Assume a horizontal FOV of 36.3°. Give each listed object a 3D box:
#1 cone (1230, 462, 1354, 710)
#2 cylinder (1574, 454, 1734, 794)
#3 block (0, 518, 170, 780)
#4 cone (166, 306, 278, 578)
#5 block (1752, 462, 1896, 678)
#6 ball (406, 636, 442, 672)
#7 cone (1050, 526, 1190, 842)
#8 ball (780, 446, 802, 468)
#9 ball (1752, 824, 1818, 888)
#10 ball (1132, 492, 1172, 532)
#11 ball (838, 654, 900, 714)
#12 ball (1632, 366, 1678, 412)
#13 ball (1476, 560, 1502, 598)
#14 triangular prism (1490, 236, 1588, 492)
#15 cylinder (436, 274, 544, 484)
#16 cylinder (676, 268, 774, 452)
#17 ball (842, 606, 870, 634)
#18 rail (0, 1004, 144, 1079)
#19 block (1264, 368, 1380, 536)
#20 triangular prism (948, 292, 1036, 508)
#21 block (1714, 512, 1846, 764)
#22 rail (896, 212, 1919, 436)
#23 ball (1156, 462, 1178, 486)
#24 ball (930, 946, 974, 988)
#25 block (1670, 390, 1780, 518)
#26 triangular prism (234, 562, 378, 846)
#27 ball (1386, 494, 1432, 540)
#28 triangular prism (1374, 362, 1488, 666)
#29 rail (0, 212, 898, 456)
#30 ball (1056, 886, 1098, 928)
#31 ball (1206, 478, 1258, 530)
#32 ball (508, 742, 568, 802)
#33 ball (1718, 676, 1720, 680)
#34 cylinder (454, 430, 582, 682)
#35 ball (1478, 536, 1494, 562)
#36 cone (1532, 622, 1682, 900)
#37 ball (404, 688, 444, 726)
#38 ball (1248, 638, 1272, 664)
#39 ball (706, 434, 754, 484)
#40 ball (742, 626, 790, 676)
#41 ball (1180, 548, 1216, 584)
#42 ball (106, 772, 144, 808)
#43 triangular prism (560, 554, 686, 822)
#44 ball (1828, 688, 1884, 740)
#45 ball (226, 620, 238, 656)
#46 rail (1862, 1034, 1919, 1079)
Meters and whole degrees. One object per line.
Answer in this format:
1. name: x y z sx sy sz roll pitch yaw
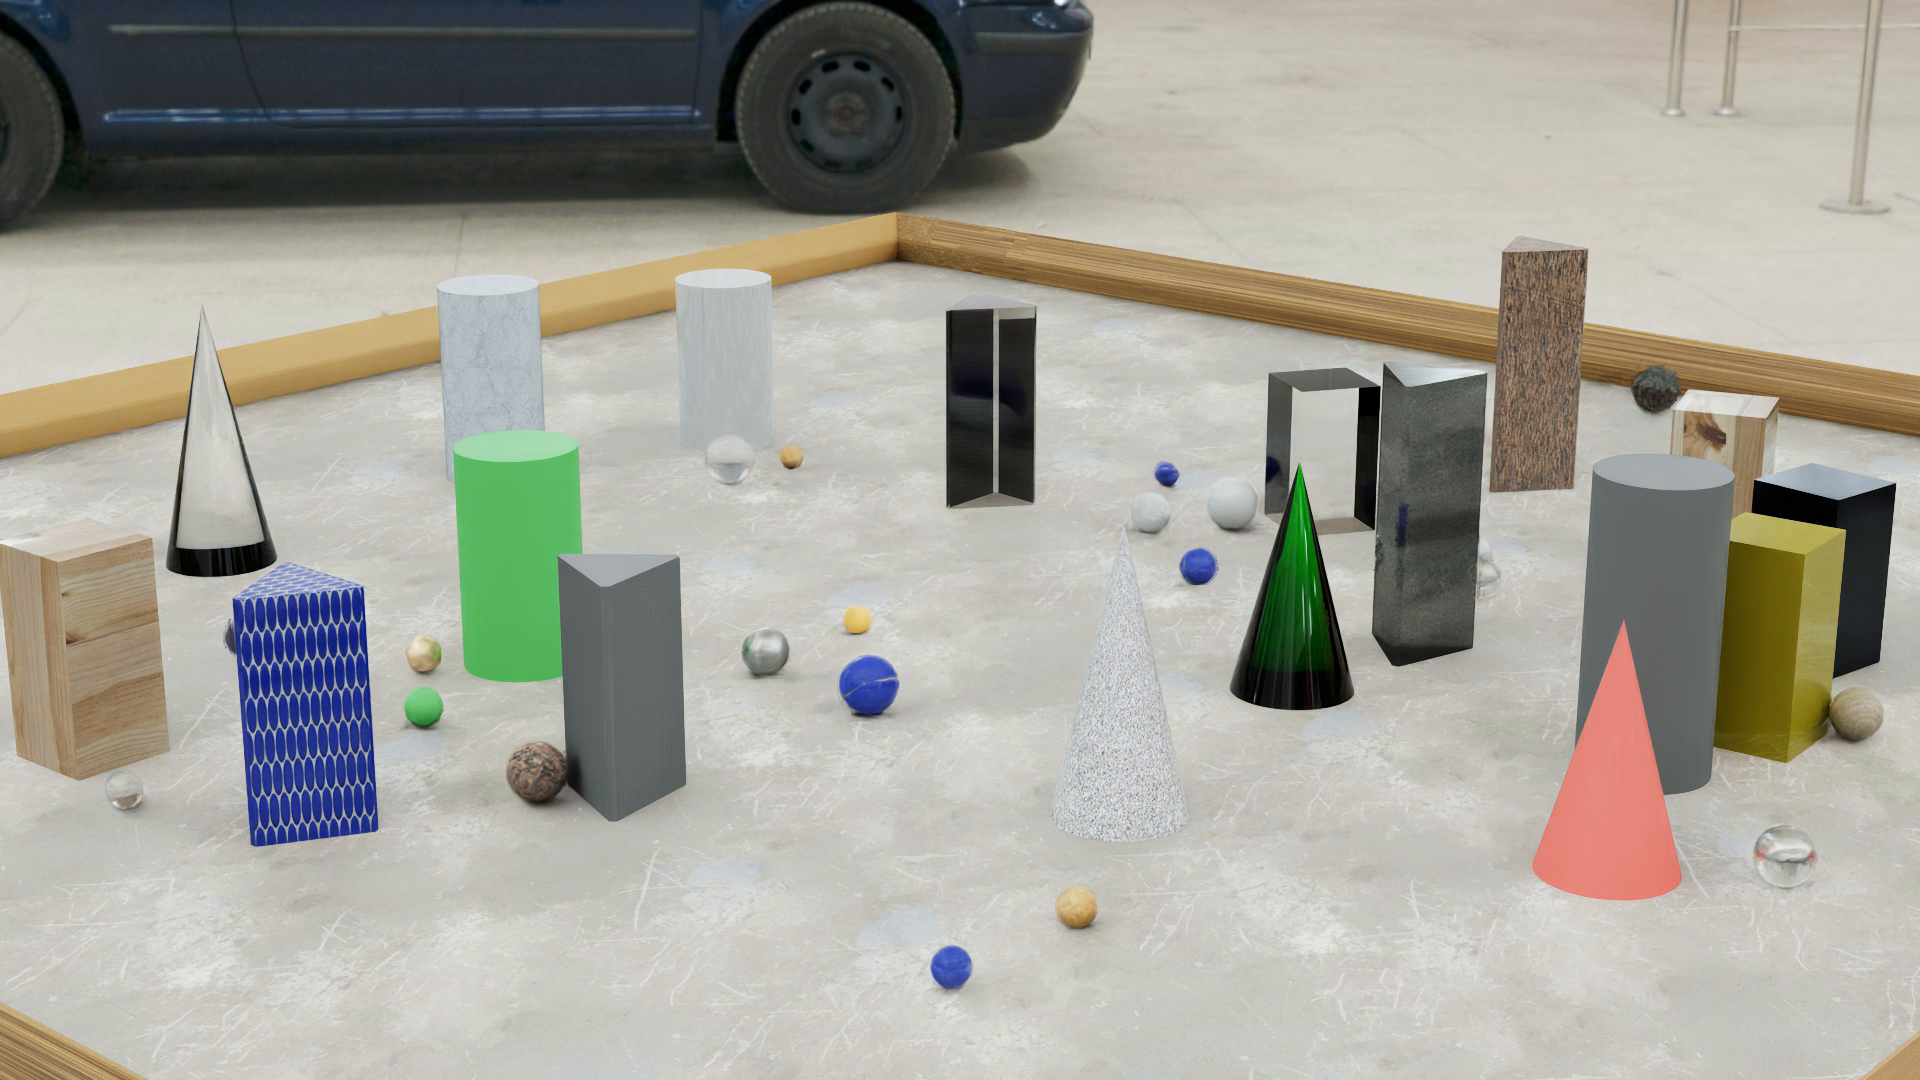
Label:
1. cone: 0.528 0.057 4.612 0.198 0.377 0.198 0 17 0
2. cylinder: 1.006 0.121 4.260 0.198 0.457 0.198 0 17 0
3. block: -1.298 0.160 4.344 0.159 0.335 0.159 14 21 38
4. cone: -1.342 -0.191 5.259 0.198 0.479 0.198 0 17 0
5. block: 1.391 0.051 4.758 0.159 0.304 0.159 -13 21 -38
6. ball: -0.866 0.185 4.739 0.059 0.059 0.059 0 17 0
7. cone: 0.226 0.183 4.097 0.198 0.433 0.198 0 17 0
8. ball: -0.341 -0.167 5.928 0.046 0.046 0.046 0 17 0
9. ball: 1.100 0.421 3.912 0.083 0.083 0.083 0 17 0
10. ball: 0.360 -0.053 5.495 0.078 0.078 0.078 0 17 0
11. ball: -0.141 0.224 4.548 0.094 0.094 0.094 0 17 0
12. ball: 1.509 -0.326 6.364 0.099 0.099 0.099 0 17 0
13. ball: 0.910 0.068 5.109 0.069 0.069 0.069 0 17 0
14. triangular prism: 1.116 -0.349 5.780 0.172 0.480 0.149 -3 17 -9
15. cylinder: -0.930 -0.317 5.831 0.198 0.389 0.198 0 17 0
16. cylinder: -0.488 -0.375 6.098 0.198 0.345 0.198 0 17 0
17. ball: -0.174 0.133 4.929 0.047 0.047 0.047 0 17 0
18. rail: -1.388 0.493 3.589 4.177 0.129 0.045 14 22 39
19. block: 0.681 -0.167 5.524 0.159 0.279 0.159 -5 17 -16
20. triangular prism: 0.047 -0.273 5.682 0.172 0.392 0.149 -3 17 -10
21. block: 1.213 0.144 4.412 0.159 0.324 0.159 12 21 35
22. rail: 1.388 -0.429 6.650 4.177 0.129 0.045 14 22 39
23. ball: 0.410 -0.130 5.805 0.046 0.046 0.046 0 17 0
24. ball: -0.010 0.526 3.615 0.053 0.053 0.053 0 17 0
25. block: 1.345 -0.087 5.189 0.159 0.319 0.159 7 18 22
26. triangular prism: -0.920 0.223 4.093 0.172 0.358 0.149 -6 18 -18
27. ball: 0.835 -0.043 5.451 0.084 0.084 0.084 0 17 0
28. triangular prism: 0.738 -0.050 4.808 0.172 0.468 0.149 -11 20 -32
29. rail: -1.559 -0.358 6.416 0.045 0.129 4.281 14 22 39
30. ball: 0.152 0.473 3.789 0.054 0.054 0.054 0 17 0
31. ball: 0.512 -0.069 5.514 0.097 0.097 0.097 0 17 0
32. ball: -0.605 0.332 4.201 0.087 0.087 0.087 0 17 0
33. ball: 1.164 0.210 4.633 0.071 0.071 0.071 0 17 0
34. cylinder: -0.710 0.024 4.739 0.198 0.366 0.198 0 17 0
35. ball: 0.923 0.026 5.258 0.064 0.064 0.064 0 17 0
36. cone: 0.875 0.276 3.917 0.198 0.358 0.198 0 17 0
37. ball: -0.822 0.257 4.498 0.060 0.060 0.060 0 17 0
38. ball: 0.489 0.180 4.784 0.041 0.041 0.041 0 17 0
39. ball: -0.456 -0.159 5.813 0.098 0.098 0.098 0 17 0
40. ball: -0.313 0.179 4.726 0.078 0.078 0.078 0 17 0
41. ball: 0.421 0.047 5.185 0.066 0.066 0.066 0 17 0
42. ball: -1.191 0.356 4.179 0.053 0.053 0.053 0 17 0
43. triangular prism: -0.508 0.199 4.192 0.149 0.348 0.172 10 19 30
44. ball: 1.358 0.264 4.441 0.080 0.080 0.080 0 17 0
45. ball: -1.170 0.159 4.808 0.068 0.068 0.068 0 17 0
46. rail: 1.559 0.423 3.824 0.045 0.129 4.281 14 22 39
